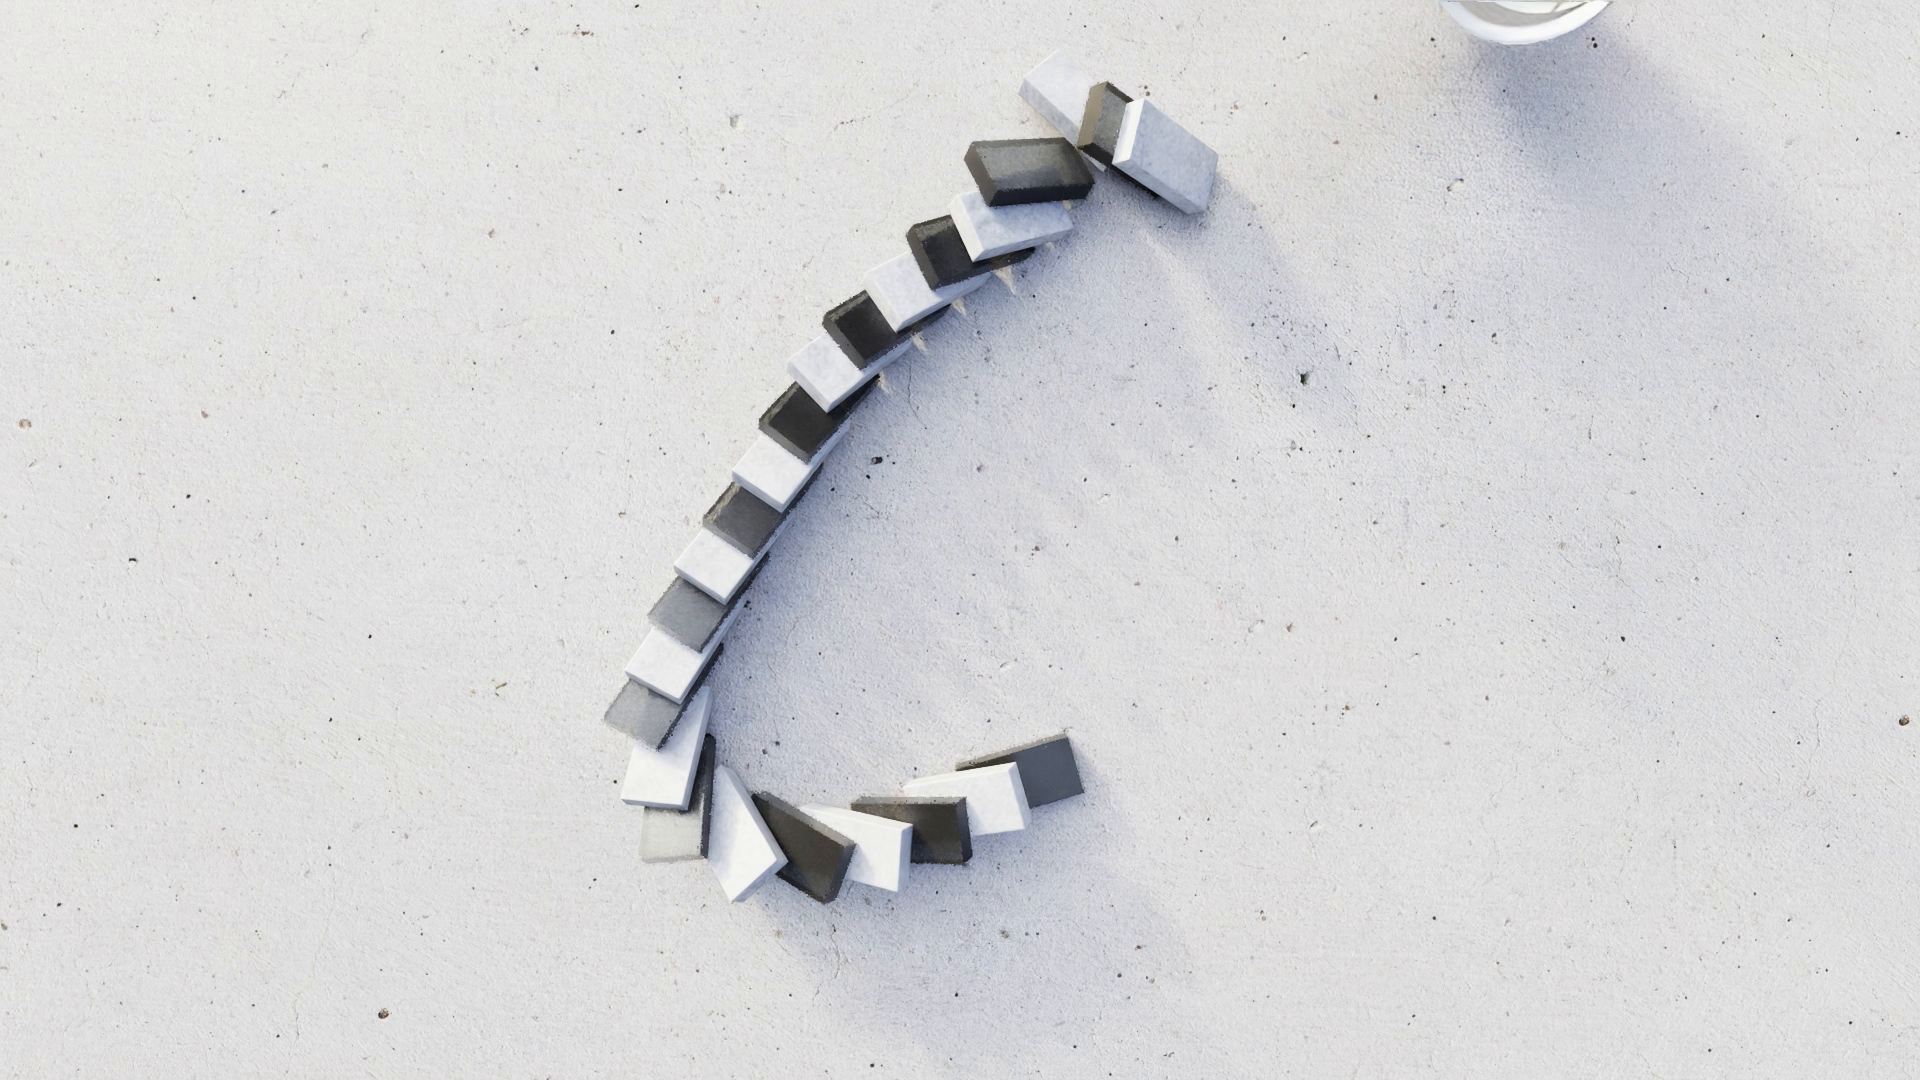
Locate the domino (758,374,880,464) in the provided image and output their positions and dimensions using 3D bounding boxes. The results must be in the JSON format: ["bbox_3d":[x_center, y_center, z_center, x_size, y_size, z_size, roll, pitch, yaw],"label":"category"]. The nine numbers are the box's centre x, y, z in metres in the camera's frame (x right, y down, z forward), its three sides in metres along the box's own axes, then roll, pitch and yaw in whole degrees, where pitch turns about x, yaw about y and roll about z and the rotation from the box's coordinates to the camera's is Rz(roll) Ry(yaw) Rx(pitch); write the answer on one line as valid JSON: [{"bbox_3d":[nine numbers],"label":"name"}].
[{"bbox_3d":[-0.059,-0.058,0.385,0.025,0.010,0.050,37,65,0],"label":"domino"}]

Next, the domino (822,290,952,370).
[{"bbox_3d":[-0.030,-0.095,0.385,0.050,0.009,0.025,-39,90,-26],"label":"domino"}]

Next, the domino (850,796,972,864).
[{"bbox_3d":[-0.021,0.122,0.385,0.050,0.009,0.025,-8,90,24],"label":"domino"}]

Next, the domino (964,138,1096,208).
[{"bbox_3d":[0.029,-0.153,0.381,0.050,0.009,0.025,-16,73,-28],"label":"domino"}]

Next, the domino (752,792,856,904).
[{"bbox_3d":[-0.070,0.128,0.385,0.050,0.009,0.025,20,90,27],"label":"domino"}]

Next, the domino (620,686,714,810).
[{"bbox_3d":[-0.122,0.085,0.383,0.025,0.010,0.050,5,60,2],"label":"domino"}]

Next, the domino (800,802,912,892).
[{"bbox_3d":[-0.045,0.128,0.385,0.050,0.009,0.025,4,90,26],"label":"domino"}]

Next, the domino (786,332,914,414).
[{"bbox_3d":[-0.046,-0.078,0.385,0.025,0.009,0.050,46,64,0],"label":"domino"}]

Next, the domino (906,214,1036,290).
[{"bbox_3d":[0.005,-0.125,0.385,0.050,0.010,0.025,-25,90,-26],"label":"domino"}]

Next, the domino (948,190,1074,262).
[{"bbox_3d":[0.022,-0.135,0.383,0.050,0.009,0.025,-24,89,-30],"label":"domino"}]

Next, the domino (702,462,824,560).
[{"bbox_3d":[-0.082,-0.019,0.385,0.025,0.010,0.050,34,64,0],"label":"domino"}]

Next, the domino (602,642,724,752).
[{"bbox_3d":[-0.124,0.060,0.384,0.025,0.009,0.050,27,63,1],"label":"domino"}]

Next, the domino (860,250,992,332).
[{"bbox_3d":[-0.014,-0.110,0.385,0.050,0.009,0.025,-35,90,-26],"label":"domino"}]

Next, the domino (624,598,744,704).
[{"bbox_3d":[-0.115,0.040,0.384,0.025,0.009,0.050,28,63,0],"label":"domino"}]

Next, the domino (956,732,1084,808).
[{"bbox_3d":[0.025,0.103,0.395,0.050,0.010,0.025,-16,90,0],"label":"domino"}]

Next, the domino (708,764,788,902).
[{"bbox_3d":[-0.095,0.122,0.383,0.025,0.010,0.050,-42,60,0],"label":"domino"}]

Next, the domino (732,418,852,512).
[{"bbox_3d":[-0.070,-0.038,0.385,0.025,0.010,0.050,34,65,0],"label":"domino"}]

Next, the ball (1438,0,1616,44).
[{"bbox_3d":[0.229,-0.240,0.360,0.080,0.080,0.080,0,90,0],"label":"ball"}]

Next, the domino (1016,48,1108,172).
[{"bbox_3d":[0.052,-0.183,0.391,0.050,0.009,0.025,43,67,0],"label":"domino"}]

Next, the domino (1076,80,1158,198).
[{"bbox_3d":[0.072,-0.165,0.381,0.050,0.010,0.025,13,90,-38],"label":"domino"}]

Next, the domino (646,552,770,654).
[{"bbox_3d":[-0.105,0.020,0.385,0.025,0.010,0.050,32,63,0],"label":"domino"}]

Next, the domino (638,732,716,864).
[{"bbox_3d":[-0.117,0.107,0.383,0.025,0.010,0.050,-6,59,3],"label":"domino"}]

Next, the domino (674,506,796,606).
[{"bbox_3d":[-0.094,0.000,0.385,0.025,0.009,0.050,33,64,0],"label":"domino"}]

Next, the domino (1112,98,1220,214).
[{"bbox_3d":[0.086,-0.158,0.381,0.050,0.010,0.025,14,90,-38],"label":"domino"}]

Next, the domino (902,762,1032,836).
[{"bbox_3d":[0.003,0.111,0.385,0.050,0.009,0.025,-16,90,25],"label":"domino"}]
